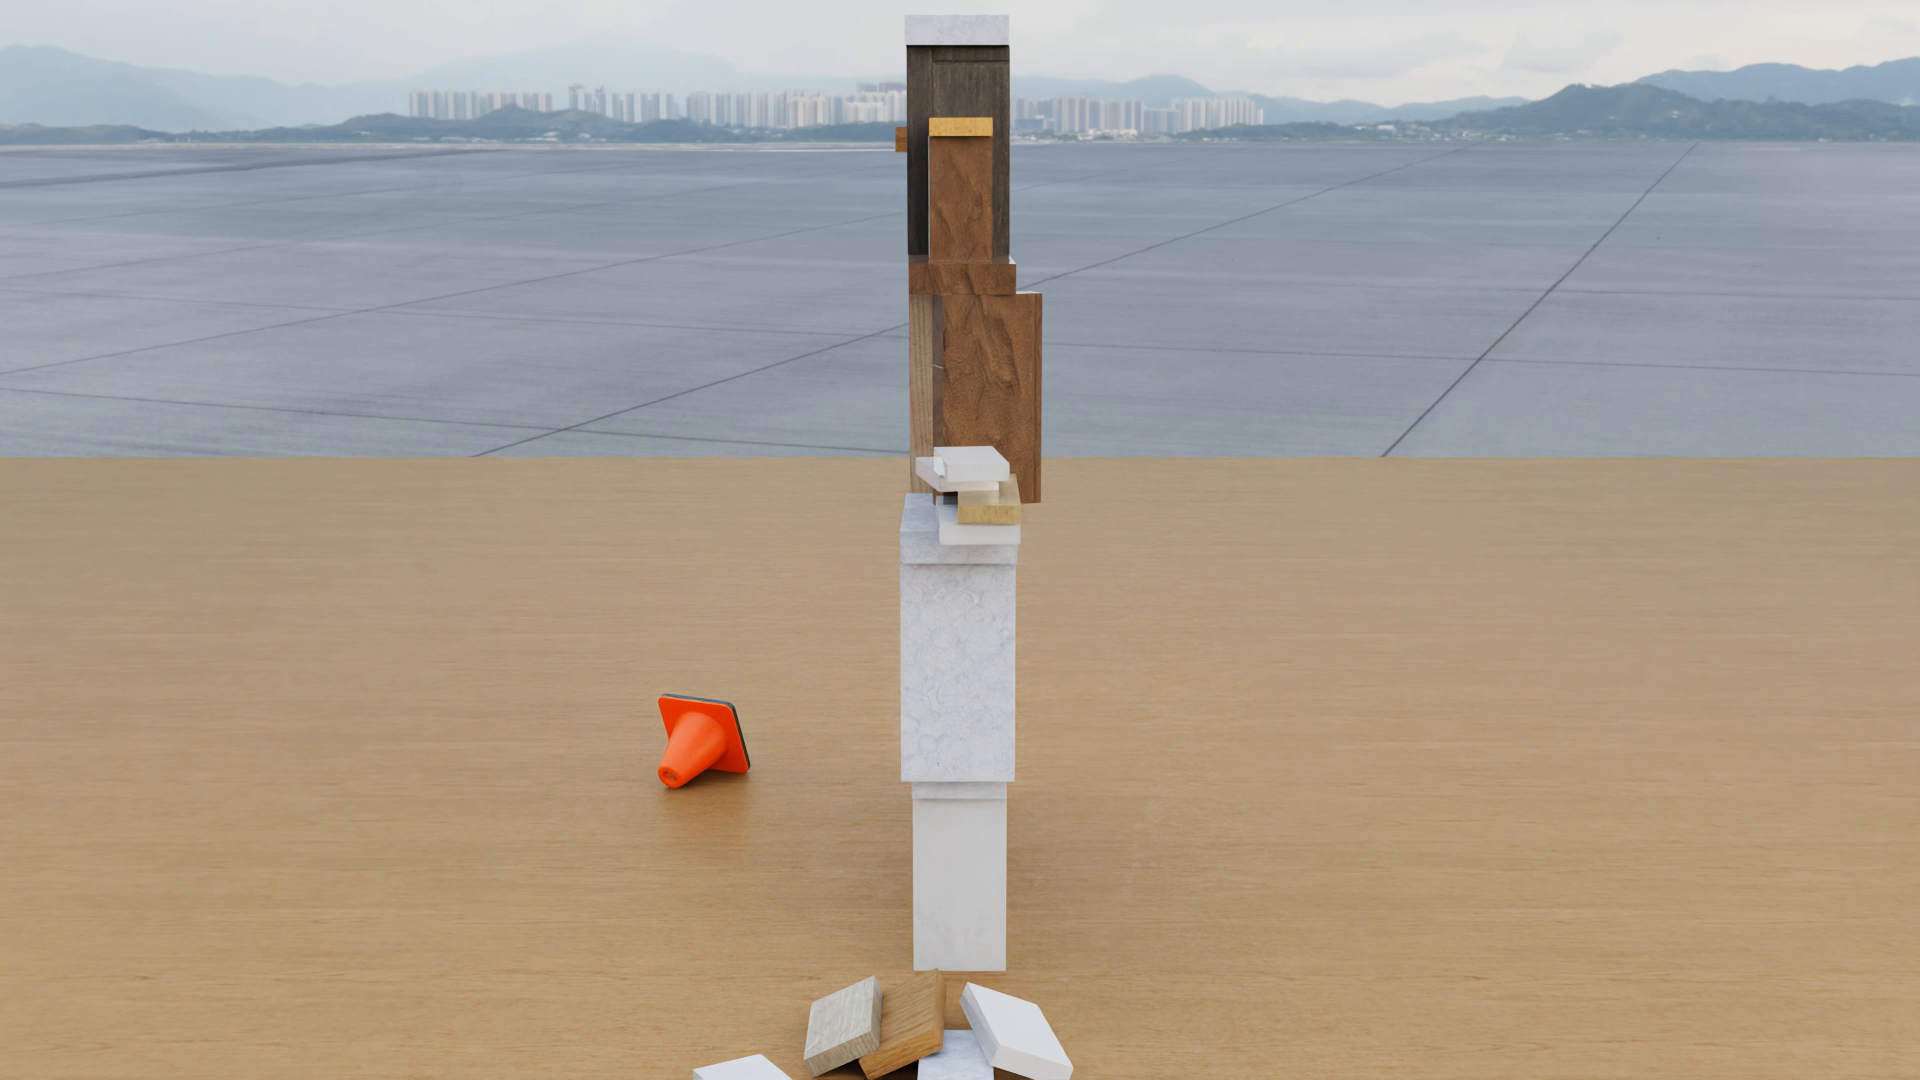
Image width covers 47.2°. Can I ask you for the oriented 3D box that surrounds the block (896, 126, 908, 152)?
[{"bbox_3d":[-0.020,-0.706,3.875,0.149,0.042,0.298,1,11,6],"label":"block"}]

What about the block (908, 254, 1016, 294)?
[{"bbox_3d":[0.000,-0.413,3.394,0.158,0.045,0.317,0,11,-1],"label":"block"}]

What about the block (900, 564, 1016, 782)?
[{"bbox_3d":[-0.003,0.185,3.194,0.165,0.330,0.047,0,11,0],"label":"block"}]

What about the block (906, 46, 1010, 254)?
[{"bbox_3d":[-0.003,-0.616,3.480,0.162,0.323,0.046,0,11,-1],"label":"block"}]

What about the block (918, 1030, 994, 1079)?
[{"bbox_3d":[-0.011,0.772,2.478,0.099,0.028,1.145,0,8,1],"label":"block"}]

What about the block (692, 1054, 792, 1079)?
[{"bbox_3d":[-0.261,0.726,2.858,0.099,0.028,0.198,-6,12,-30],"label":"block"}]

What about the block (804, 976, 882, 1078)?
[{"bbox_3d":[-0.160,0.672,3.045,0.099,0.028,0.198,-24,10,4],"label":"block"}]

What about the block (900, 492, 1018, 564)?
[{"bbox_3d":[-0.001,-0.020,3.267,0.165,0.047,0.330,0,11,0],"label":"block"}]

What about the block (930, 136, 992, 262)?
[{"bbox_3d":[0.001,-0.509,3.283,0.093,0.185,0.026,0,11,-2],"label":"block"}]

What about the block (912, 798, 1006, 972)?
[{"bbox_3d":[0.000,0.512,3.324,0.140,0.280,0.040,0,11,1],"label":"block"}]

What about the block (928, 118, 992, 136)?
[{"bbox_3d":[-0.001,-0.624,3.324,0.093,0.026,0.185,0,11,-2],"label":"block"}]

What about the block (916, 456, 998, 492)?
[{"bbox_3d":[-0.006,-0.097,3.181,0.085,0.024,0.171,-2,11,-12],"label":"block"}]

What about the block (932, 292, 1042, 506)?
[{"bbox_3d":[0.041,-0.211,3.299,0.158,0.317,0.045,-4,11,-21],"label":"block"}]

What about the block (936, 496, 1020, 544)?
[{"bbox_3d":[0.023,-0.029,3.104,0.110,0.031,0.220,0,11,-2],"label":"block"}]

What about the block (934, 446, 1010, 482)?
[{"bbox_3d":[0.015,-0.108,3.111,0.086,0.024,0.171,-1,11,-7],"label":"block"}]

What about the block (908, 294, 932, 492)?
[{"bbox_3d":[-0.002,-0.139,3.550,0.158,0.549,0.045,0,10,-1],"label":"block"}]

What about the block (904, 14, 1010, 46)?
[{"bbox_3d":[-0.003,-0.816,3.549,0.162,0.046,0.323,0,10,0],"label":"block"}]

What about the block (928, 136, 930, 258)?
[{"bbox_3d":[-0.003,-0.532,3.404,0.093,0.185,0.026,0,10,-1],"label":"block"}]

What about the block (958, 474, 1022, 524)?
[{"bbox_3d":[0.040,-0.060,3.120,0.085,0.024,0.282,0,11,0],"label":"block"}]

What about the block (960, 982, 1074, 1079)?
[{"bbox_3d":[0.075,0.676,3.011,0.110,0.031,0.220,21,6,-14],"label":"block"}]

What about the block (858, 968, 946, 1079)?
[{"bbox_3d":[-0.077,0.668,3.042,0.110,0.031,0.220,-25,9,5],"label":"block"}]

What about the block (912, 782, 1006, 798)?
[{"bbox_3d":[0.001,0.338,3.387,0.140,0.040,0.280,0,11,1],"label":"block"}]
